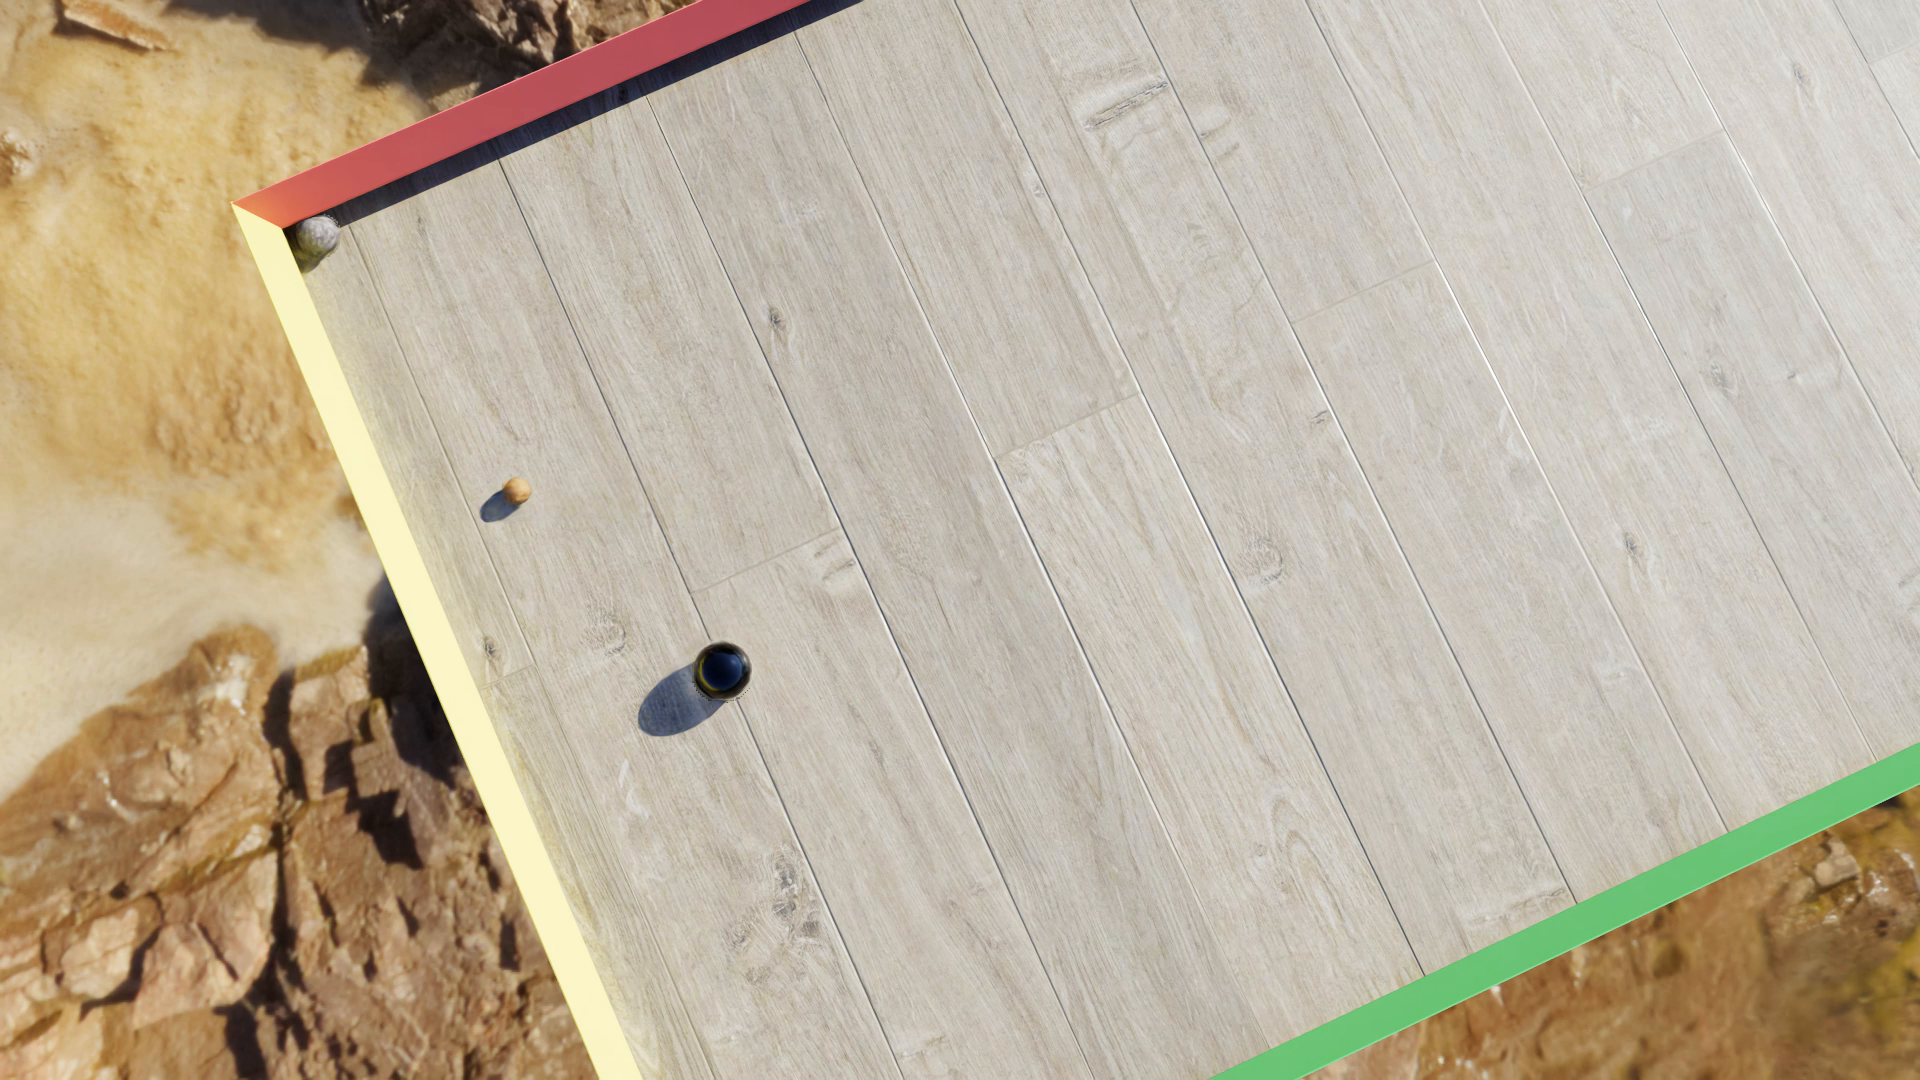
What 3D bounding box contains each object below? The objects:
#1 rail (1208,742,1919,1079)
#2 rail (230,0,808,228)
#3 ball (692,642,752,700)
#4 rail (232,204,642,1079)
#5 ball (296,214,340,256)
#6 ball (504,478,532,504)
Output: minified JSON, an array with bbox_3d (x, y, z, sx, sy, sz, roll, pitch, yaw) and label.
[{"bbox_3d":[1.078,0.464,3.178,3.131,0.113,0.045,-24,82,-4],"label":"rail"},{"bbox_3d":[0.346,-1.116,3.427,3.131,0.113,0.045,-24,82,-4],"label":"rail"},{"bbox_3d":[-0.349,0.192,3.235,0.087,0.087,0.087,0,81,0],"label":"ball"},{"bbox_3d":[-0.690,0.308,3.203,0.045,0.113,1.806,-24,82,-4],"label":"rail"},{"bbox_3d":[-0.978,-0.465,3.351,0.062,0.062,0.062,0,81,0],"label":"ball"},{"bbox_3d":[-0.664,-0.074,3.300,0.041,0.041,0.041,0,81,0],"label":"ball"}]
